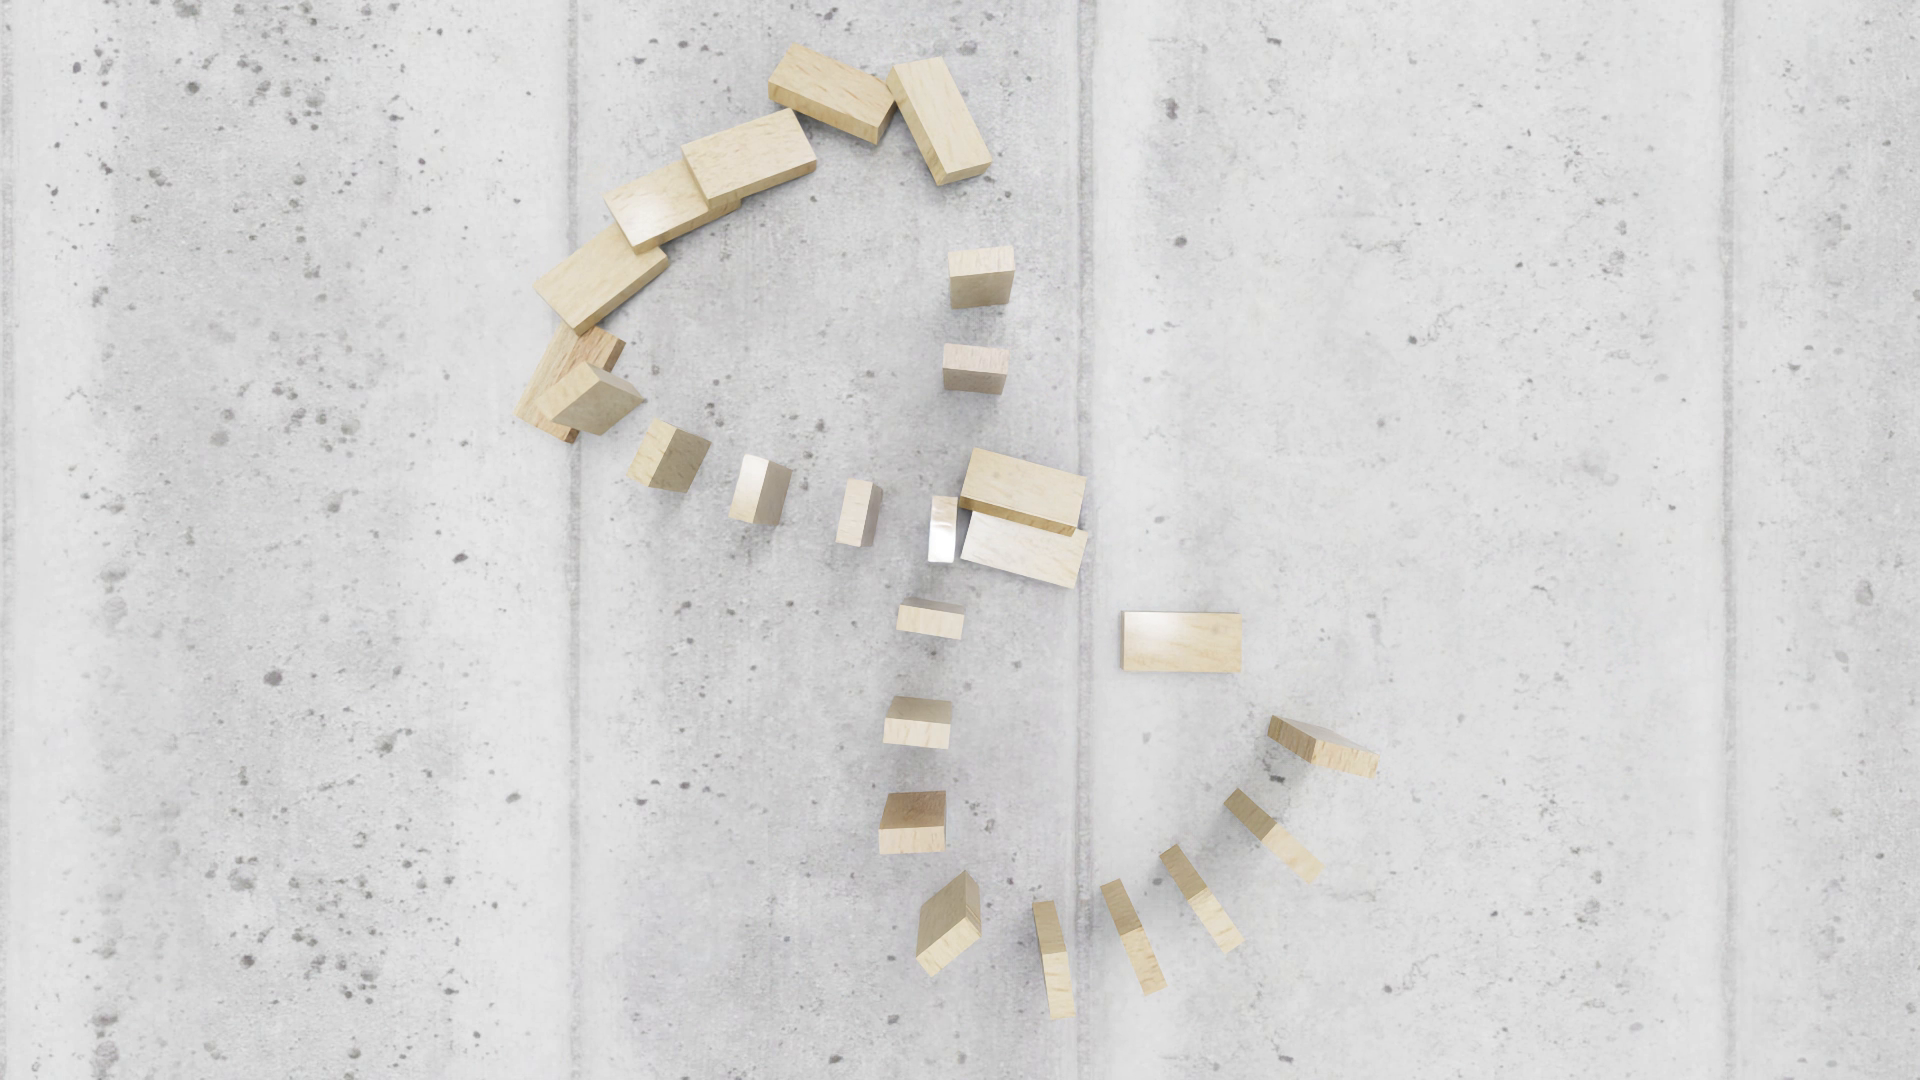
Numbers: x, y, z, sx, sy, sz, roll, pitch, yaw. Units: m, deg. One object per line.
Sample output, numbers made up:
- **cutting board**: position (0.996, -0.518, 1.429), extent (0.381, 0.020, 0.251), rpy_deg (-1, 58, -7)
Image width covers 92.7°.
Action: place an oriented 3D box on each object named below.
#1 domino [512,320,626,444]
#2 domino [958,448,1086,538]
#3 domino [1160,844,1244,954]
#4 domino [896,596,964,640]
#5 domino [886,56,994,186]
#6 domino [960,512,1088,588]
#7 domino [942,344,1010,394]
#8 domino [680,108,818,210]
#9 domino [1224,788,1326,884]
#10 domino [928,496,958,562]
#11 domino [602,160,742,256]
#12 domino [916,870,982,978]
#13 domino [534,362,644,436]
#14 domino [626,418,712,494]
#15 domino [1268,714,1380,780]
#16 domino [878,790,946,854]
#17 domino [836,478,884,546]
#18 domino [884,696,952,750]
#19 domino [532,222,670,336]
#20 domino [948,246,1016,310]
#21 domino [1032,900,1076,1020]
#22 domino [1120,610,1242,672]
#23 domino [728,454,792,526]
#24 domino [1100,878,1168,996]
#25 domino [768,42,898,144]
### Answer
- **domino**: position (-0.168, -0.070, 0.395), extent (0.025, 0.009, 0.050), rpy_deg (28, 90, 0)
- **domino**: position (0.027, -0.020, 0.390), extent (0.050, 0.009, 0.025), rpy_deg (15, 62, 0)
- **domino**: position (0.098, 0.145, 0.375), extent (0.009, 0.050, 0.025), rpy_deg (-35, 90, 0)
- **domino**: position (-0.011, 0.031, 0.375), extent (0.025, 0.050, 0.010), rpy_deg (9, 90, 0)
- **domino**: position (-0.009, -0.178, 0.390), extent (0.025, 0.010, 0.050), rpy_deg (-26, 90, -27)
- **domino**: position (0.028, 0.002, 0.395), extent (0.050, 0.010, 0.025), rpy_deg (15, 90, 0)
- **domino**: position (0.006, -0.069, 0.375), extent (0.025, 0.050, 0.010), rpy_deg (6, 90, 0)
- **domino**: position (-0.089, -0.162, 0.389), extent (0.050, 0.010, 0.025), rpy_deg (-27, 89, -14)
- **domino**: position (0.127, 0.120, 0.375), extent (0.025, 0.050, 0.009), rpy_deg (42, 90, 0)
- **domino**: position (-0.007, -0.004, 0.375), extent (0.009, 0.050, 0.025), rpy_deg (4, 90, 0)
- **domino**: position (-0.122, -0.144, 0.390), extent (0.050, 0.009, 0.025), rpy_deg (-31, 90, -13)
- **domino**: position (-0.004, 0.156, 0.375), extent (0.025, 0.050, 0.009), rpy_deg (-39, 90, 0)
- **domino**: position (-0.150, -0.057, 0.375), extent (0.025, 0.050, 0.010), rpy_deg (-39, 90, 0)
- **domino**: position (-0.118, -0.034, 0.375), extent (0.009, 0.050, 0.025), rpy_deg (26, 90, 0)
- **domino**: position (0.147, 0.084, 0.375), extent (0.025, 0.050, 0.009), rpy_deg (14, 90, 0)
- **domino**: position (-0.018, 0.115, 0.375), extent (0.025, 0.050, 0.010), rpy_deg (-3, 90, 0)
- **domino**: position (-0.040, -0.011, 0.375), extent (0.009, 0.050, 0.025), rpy_deg (11, 90, 0)
- **domino**: position (-0.017, 0.074, 0.375), extent (0.025, 0.050, 0.009), rpy_deg (6, 90, 0)
- **domino**: position (-0.152, -0.113, 0.390), extent (0.050, 0.009, 0.025), rpy_deg (-44, 90, -13)
- **domino**: position (0.008, -0.107, 0.375), extent (0.025, 0.050, 0.010), rpy_deg (-6, 90, 0)
- **domino**: position (0.038, 0.170, 0.375), extent (0.010, 0.050, 0.025), rpy_deg (-8, 90, 0)
- **domino**: position (0.095, 0.044, 0.395), extent (0.050, 0.009, 0.025), rpy_deg (1, 90, 0)
- **domino**: position (-0.081, -0.020, 0.375), extent (0.009, 0.050, 0.025), rpy_deg (15, 90, 0)
- **domino**: position (0.070, 0.161, 0.375), extent (0.010, 0.050, 0.025), rpy_deg (-23, 90, 0)
- **domino**: position (-0.053, -0.191, 0.391), extent (0.050, 0.010, 0.025), rpy_deg (23, 68, 0)
